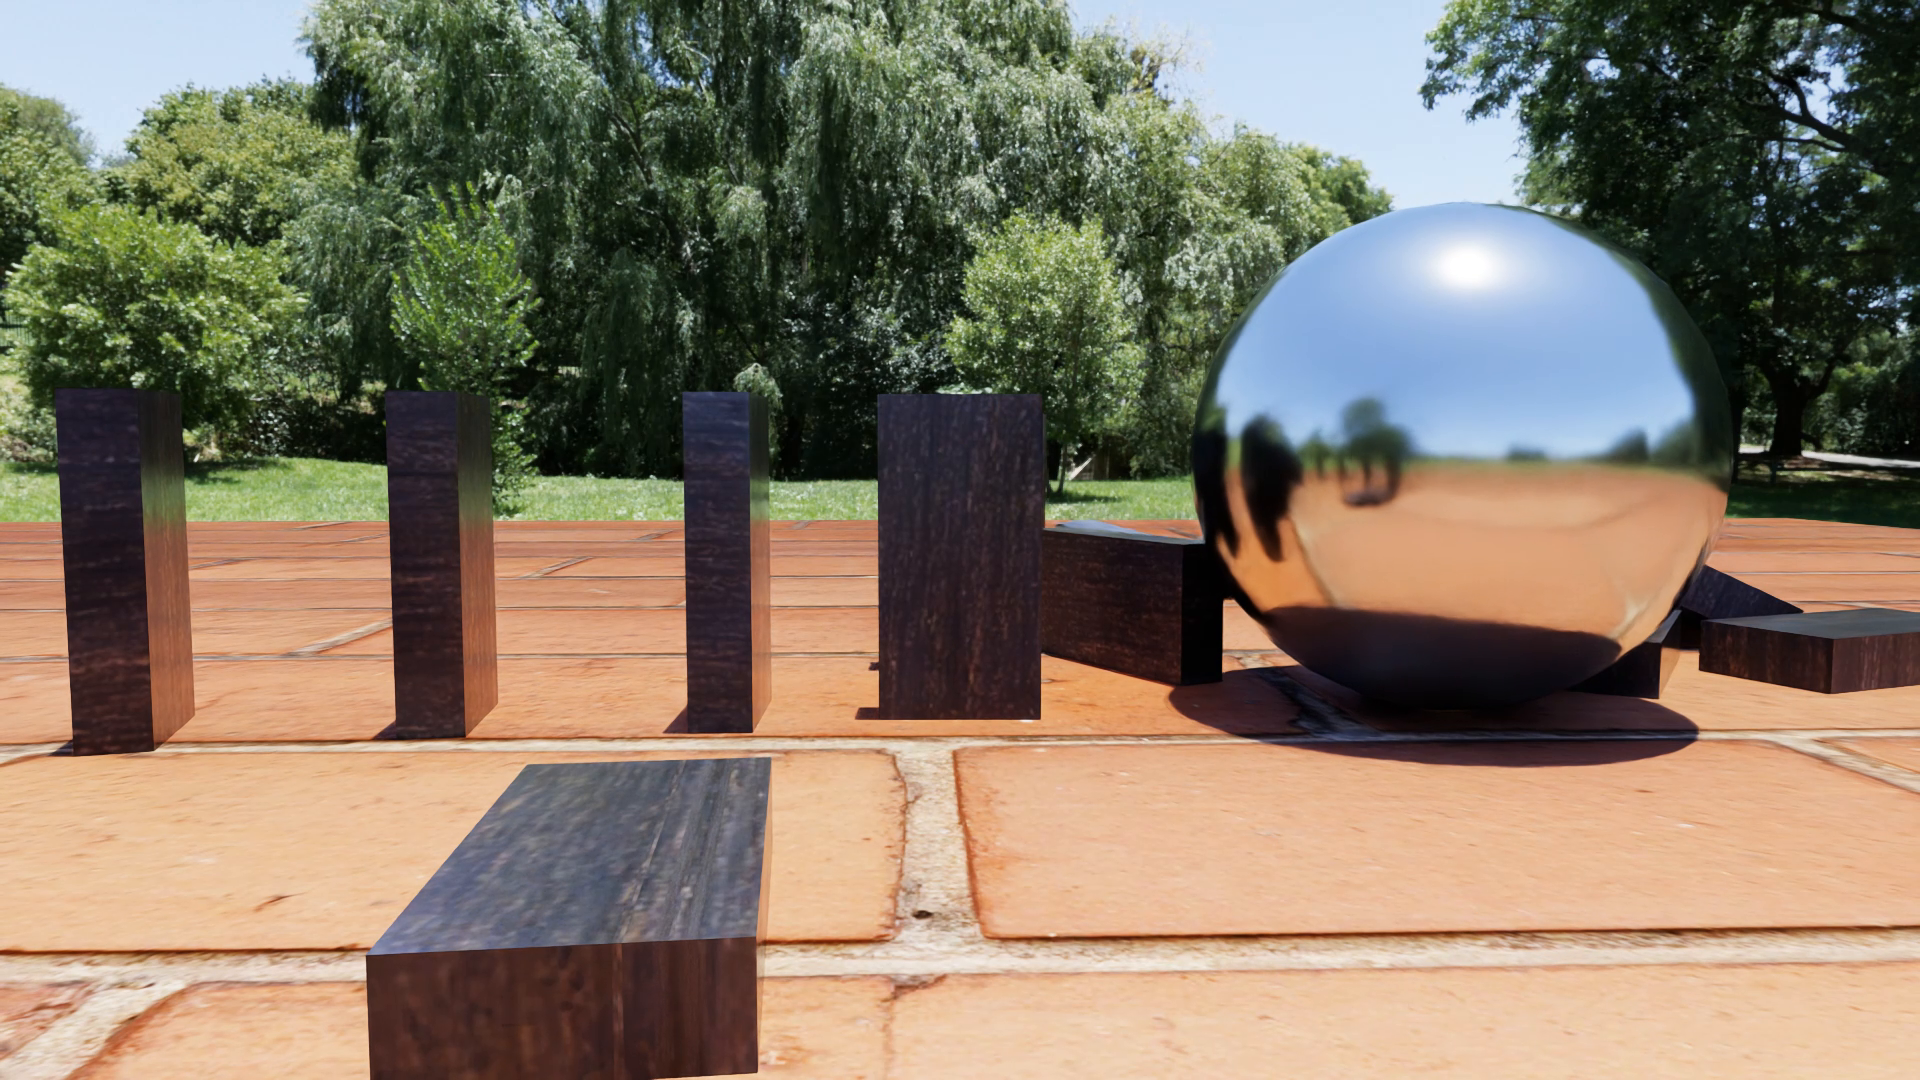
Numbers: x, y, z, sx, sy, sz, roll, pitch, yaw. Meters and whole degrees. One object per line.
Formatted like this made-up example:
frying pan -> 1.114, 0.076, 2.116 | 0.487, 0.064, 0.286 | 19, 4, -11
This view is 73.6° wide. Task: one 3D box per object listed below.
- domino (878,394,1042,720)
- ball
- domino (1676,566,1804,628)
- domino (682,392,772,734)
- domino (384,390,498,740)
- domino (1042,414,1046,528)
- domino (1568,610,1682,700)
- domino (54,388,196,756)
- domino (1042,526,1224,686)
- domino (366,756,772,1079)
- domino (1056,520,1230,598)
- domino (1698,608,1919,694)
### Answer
domino -> 0.000, 0.002, 0.201 | 0.025, 0.050, 0.009 | 0, 4, 0
ball -> 0.077, -0.013, 0.206 | 0.080, 0.080, 0.080 | 0, 4, 0
domino -> 0.160, 0.011, 0.287 | 0.025, 0.009, 0.050 | 25, 6, 2
domino -> -0.036, 0.003, 0.199 | 0.009, 0.050, 0.025 | 0, 4, -2
domino -> -0.078, 0.003, 0.196 | 0.010, 0.050, 0.025 | -1, 4, -9
domino -> 0.009, -0.007, 0.328 | 0.025, 0.050, 0.010 | 1, 3, 16
domino -> 0.119, 0.020, 0.241 | 0.025, 0.009, 0.050 | 3, 5, 33
domino -> -0.120, 0.004, 0.186 | 0.010, 0.050, 0.025 | -2, 5, -19
domino -> 0.030, 0.011, 0.248 | 0.010, 0.025, 0.050 | -2, 5, -30
domino -> -0.029, 0.030, 0.110 | 0.025, 0.009, 0.050 | -1, 4, -7
domino -> 0.054, 0.005, 0.367 | 0.050, 0.009, 0.025 | 16, 11, 27
domino -> 0.167, 0.020, 0.239 | 0.050, 0.010, 0.025 | -2, 5, -21
